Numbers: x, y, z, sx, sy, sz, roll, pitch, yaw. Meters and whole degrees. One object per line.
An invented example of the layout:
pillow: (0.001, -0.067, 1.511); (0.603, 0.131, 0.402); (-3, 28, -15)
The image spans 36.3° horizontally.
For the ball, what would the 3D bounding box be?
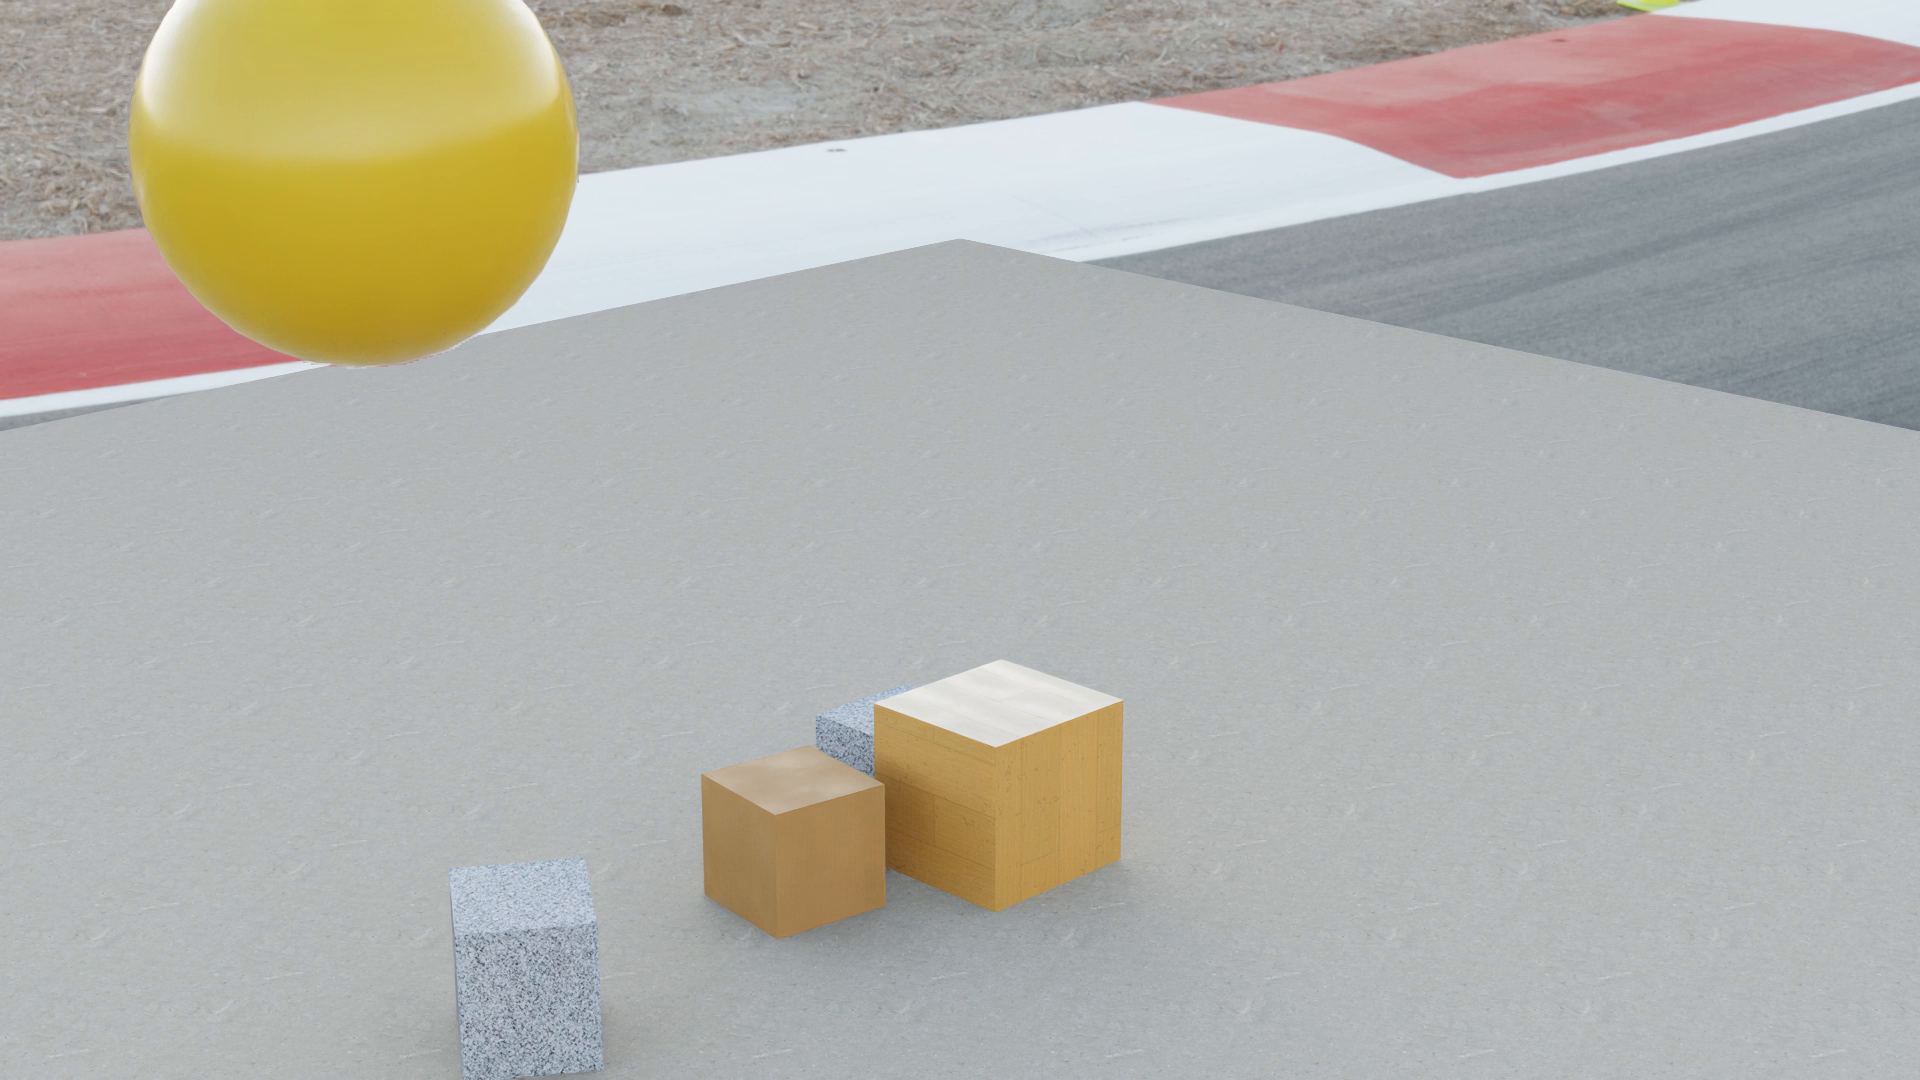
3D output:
ball: (-2.181, -1.427, 10.607); (1.600, 1.600, 1.600); (0, 17, 0)

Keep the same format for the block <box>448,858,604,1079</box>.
block: (-1.751, 1.723, 11.804); (0.551, 0.635, 0.653); (-4, 18, -11)

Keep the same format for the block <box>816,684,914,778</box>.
block: (-0.293, 1.084, 13.960); (0.590, 0.562, 0.510); (-17, 24, -42)

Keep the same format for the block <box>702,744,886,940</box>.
block: (-0.744, 1.340, 13.103); (0.581, 0.586, 0.594); (-13, 21, -35)

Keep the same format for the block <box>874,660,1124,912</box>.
block: (0.177, 1.112, 13.491); (0.833, 0.788, 0.778); (-17, 24, -42)
